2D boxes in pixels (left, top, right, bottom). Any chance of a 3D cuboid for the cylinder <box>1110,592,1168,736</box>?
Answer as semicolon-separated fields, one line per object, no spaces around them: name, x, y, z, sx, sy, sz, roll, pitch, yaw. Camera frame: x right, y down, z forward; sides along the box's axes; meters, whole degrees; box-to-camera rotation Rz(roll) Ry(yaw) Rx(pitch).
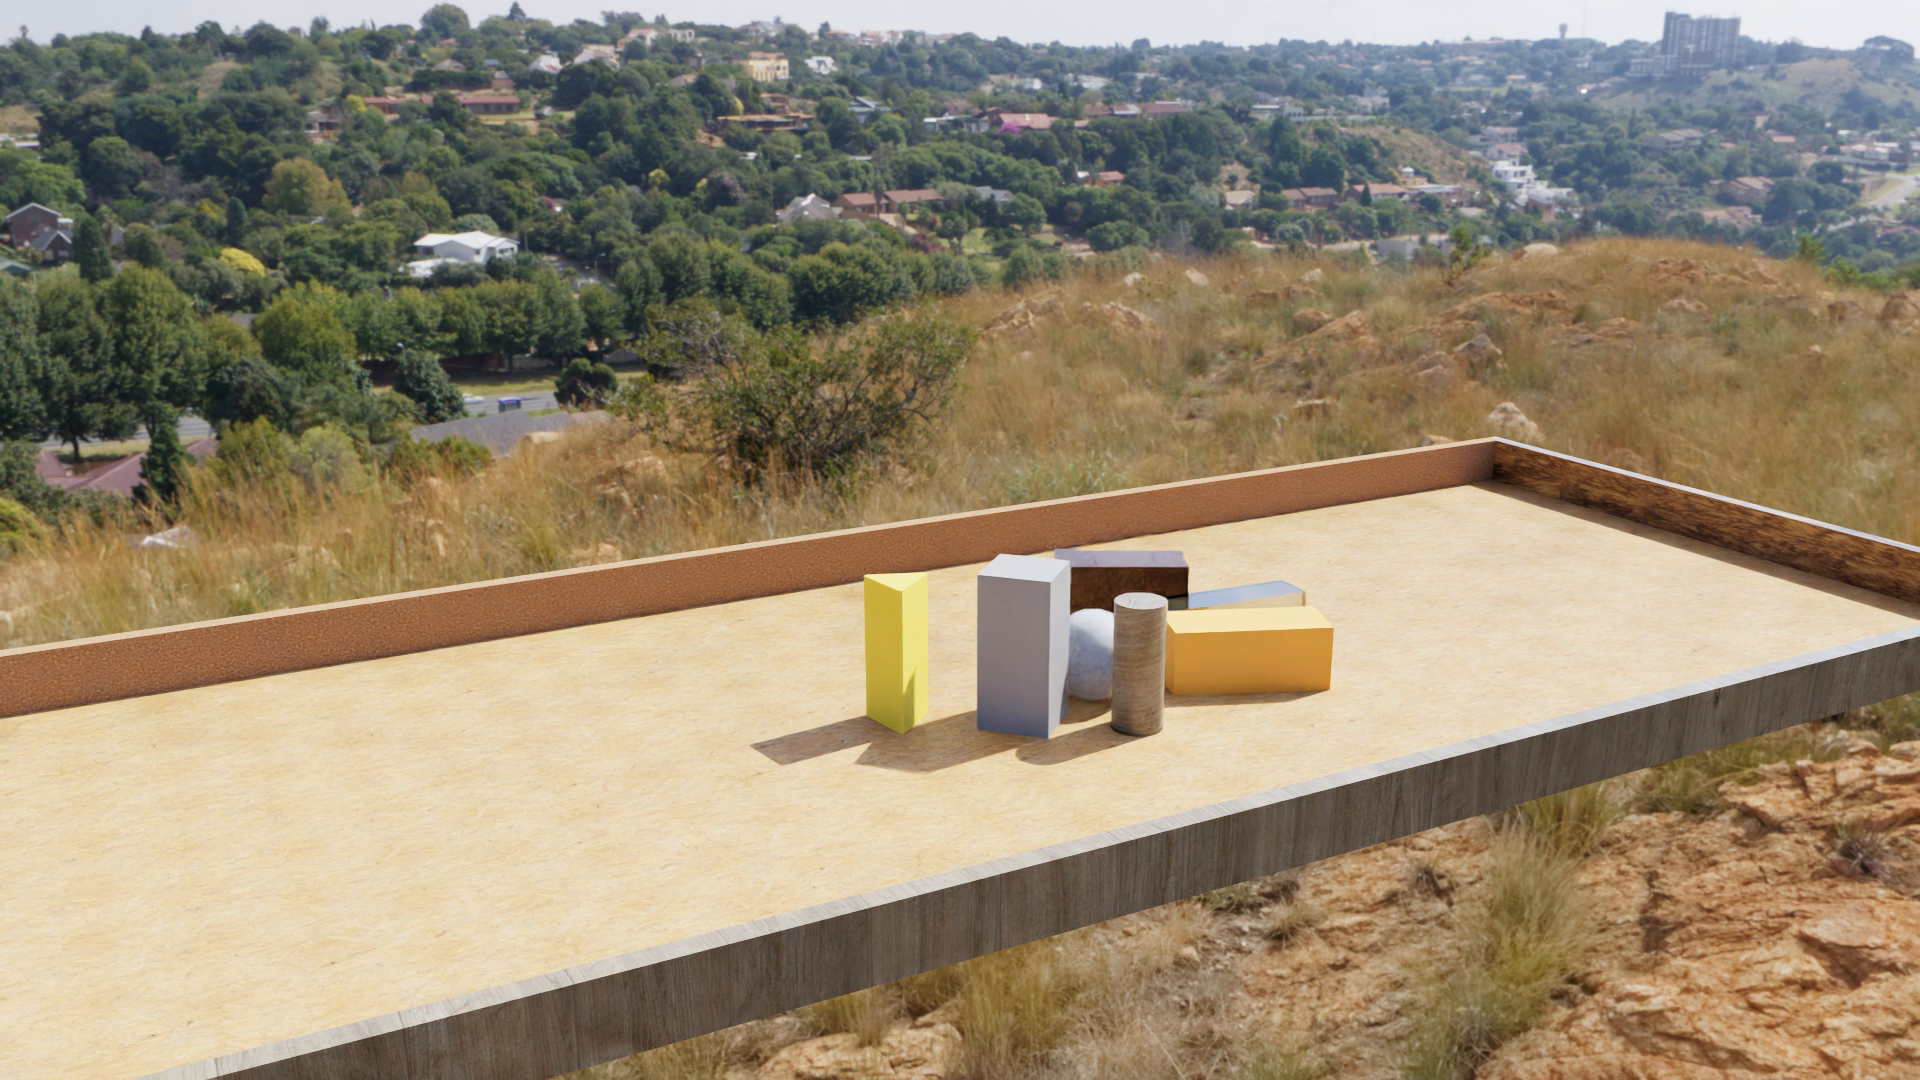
cylinder;0.415;0.288;3.823;0.123;0.311;0.123;0;16;0

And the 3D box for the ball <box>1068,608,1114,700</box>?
ball;0.324;0.278;4.012;0.224;0.224;0.224;0;16;0

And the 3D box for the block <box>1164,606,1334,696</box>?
block;0.711;0.276;4.124;0.397;0.164;0.164;-2;16;-6

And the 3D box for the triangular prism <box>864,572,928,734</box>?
triangular prism;-0.128;0.255;3.867;0.126;0.349;0.145;-12;20;-35

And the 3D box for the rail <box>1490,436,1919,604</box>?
rail;2.466;-0.048;5.253;0.050;0.150;2.100;-9;18;-27

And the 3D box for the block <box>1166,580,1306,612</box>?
block;0.721;0.204;4.459;0.428;0.114;0.114;-7;18;-23

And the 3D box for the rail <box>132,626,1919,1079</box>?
rail;-2.336;1.006;1.665;12.000;0.150;0.050;-9;18;-27

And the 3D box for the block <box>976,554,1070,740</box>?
block;0.149;0.245;3.847;0.173;0.380;0.173;5;17;18

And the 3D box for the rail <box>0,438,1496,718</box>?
rail;-3.305;0.497;3.399;12.000;0.150;0.050;-9;18;-27

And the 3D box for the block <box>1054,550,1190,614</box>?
block;0.443;0.134;4.589;0.360;0.173;0.173;0;16;0
